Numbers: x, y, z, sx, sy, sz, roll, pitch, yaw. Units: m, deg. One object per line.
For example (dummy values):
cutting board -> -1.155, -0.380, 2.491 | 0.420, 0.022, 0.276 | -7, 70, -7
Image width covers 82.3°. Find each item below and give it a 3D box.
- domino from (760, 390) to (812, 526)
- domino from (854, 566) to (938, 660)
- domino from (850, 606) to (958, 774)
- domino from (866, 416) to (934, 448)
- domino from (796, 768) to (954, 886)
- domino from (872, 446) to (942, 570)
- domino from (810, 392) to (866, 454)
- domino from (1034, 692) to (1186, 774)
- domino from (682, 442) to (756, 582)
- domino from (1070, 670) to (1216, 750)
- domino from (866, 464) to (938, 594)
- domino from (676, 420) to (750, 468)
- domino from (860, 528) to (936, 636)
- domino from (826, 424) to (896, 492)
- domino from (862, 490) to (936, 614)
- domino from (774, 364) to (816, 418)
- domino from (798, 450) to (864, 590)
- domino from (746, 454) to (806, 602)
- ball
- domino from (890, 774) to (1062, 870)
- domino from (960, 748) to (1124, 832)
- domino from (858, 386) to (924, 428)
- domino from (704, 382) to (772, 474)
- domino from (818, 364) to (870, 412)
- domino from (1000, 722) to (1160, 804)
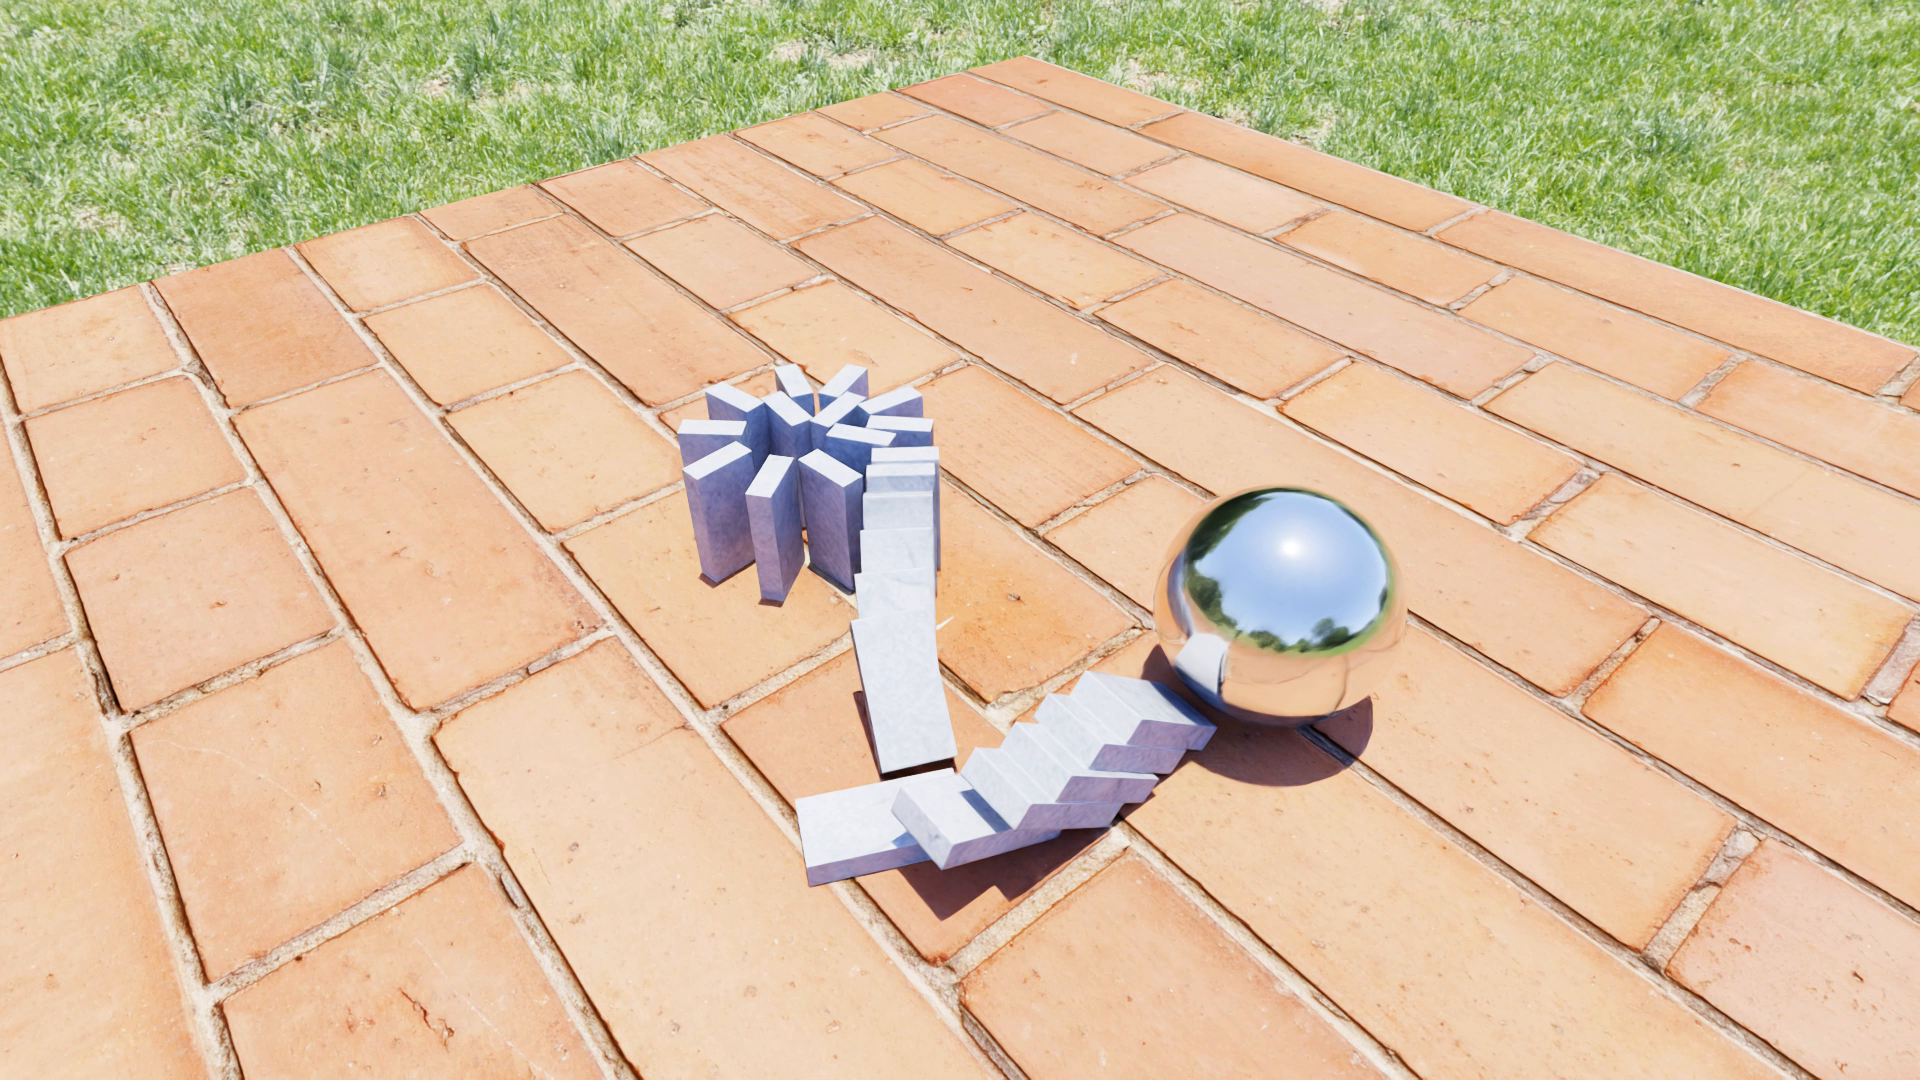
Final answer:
domino -> -0.069, -0.033, 0.452 | 0.010, 0.050, 0.025 | -25, 46, -28
domino -> -0.021, 0.036, 0.376 | 0.025, 0.010, 0.050 | -6, 80, -7
domino -> -0.019, 0.049, 0.361 | 0.025, 0.009, 0.050 | -10, 77, -12
domino -> -0.023, -0.025, 0.442 | 0.025, 0.050, 0.010 | 4, 36, 5
domino -> -0.023, 0.087, 0.337 | 0.050, 0.010, 0.025 | -9, 40, -11
domino -> -0.020, -0.011, 0.425 | 0.025, 0.050, 0.009 | -2, 33, -2
domino -> -0.048, -0.033, 0.451 | 0.010, 0.050, 0.025 | 20, 43, 23
domino -> 0.048, 0.061, 0.346 | 0.050, 0.010, 0.025 | 16, 18, -49
domino -> -0.090, -0.010, 0.424 | 0.010, 0.050, 0.025 | 31, 48, 32
domino -> 0.060, 0.055, 0.353 | 0.050, 0.010, 0.025 | 16, 18, -49
domino -> -0.022, -0.004, 0.415 | 0.025, 0.050, 0.010 | -2, 27, -2
domino -> -0.096, -0.024, 0.441 | 0.025, 0.050, 0.009 | 2, 39, 2
domino -> -0.022, 0.021, 0.390 | 0.025, 0.050, 0.009 | -2, -2, -3
domino -> -0.038, -0.020, 0.436 | 0.025, 0.050, 0.009 | 11, 37, 14
domino -> -0.022, 0.008, 0.403 | 0.025, 0.050, 0.009 | -2, 11, -2
domino -> -0.069, -0.047, 0.468 | 0.009, 0.050, 0.025 | -15, 42, -18
domino -> -0.048, -0.007, 0.420 | 0.025, 0.050, 0.009 | 31, 48, 32
domino -> -0.069, -0.004, 0.417 | 0.009, 0.050, 0.025 | 8, 40, 10
ball -> 0.104, 0.021, 0.362 | 0.080, 0.080, 0.080 | 0, 39, 0
domino -> 0.007, 0.081, 0.327 | 0.050, 0.010, 0.025 | 1, 30, -45
domino -> 0.025, 0.075, 0.329 | 0.050, 0.009, 0.025 | 16, 19, -50
domino -> -0.028, -0.037, 0.456 | 0.025, 0.050, 0.010 | -24, 43, -27
domino -> -0.091, -0.038, 0.458 | 0.025, 0.050, 0.009 | 27, 46, 29
domino -> -0.048, -0.046, 0.468 | 0.009, 0.050, 0.025 | 15, 42, 18
domino -> 0.037, 0.069, 0.337 | 0.050, 0.009, 0.025 | 16, 18, -49
